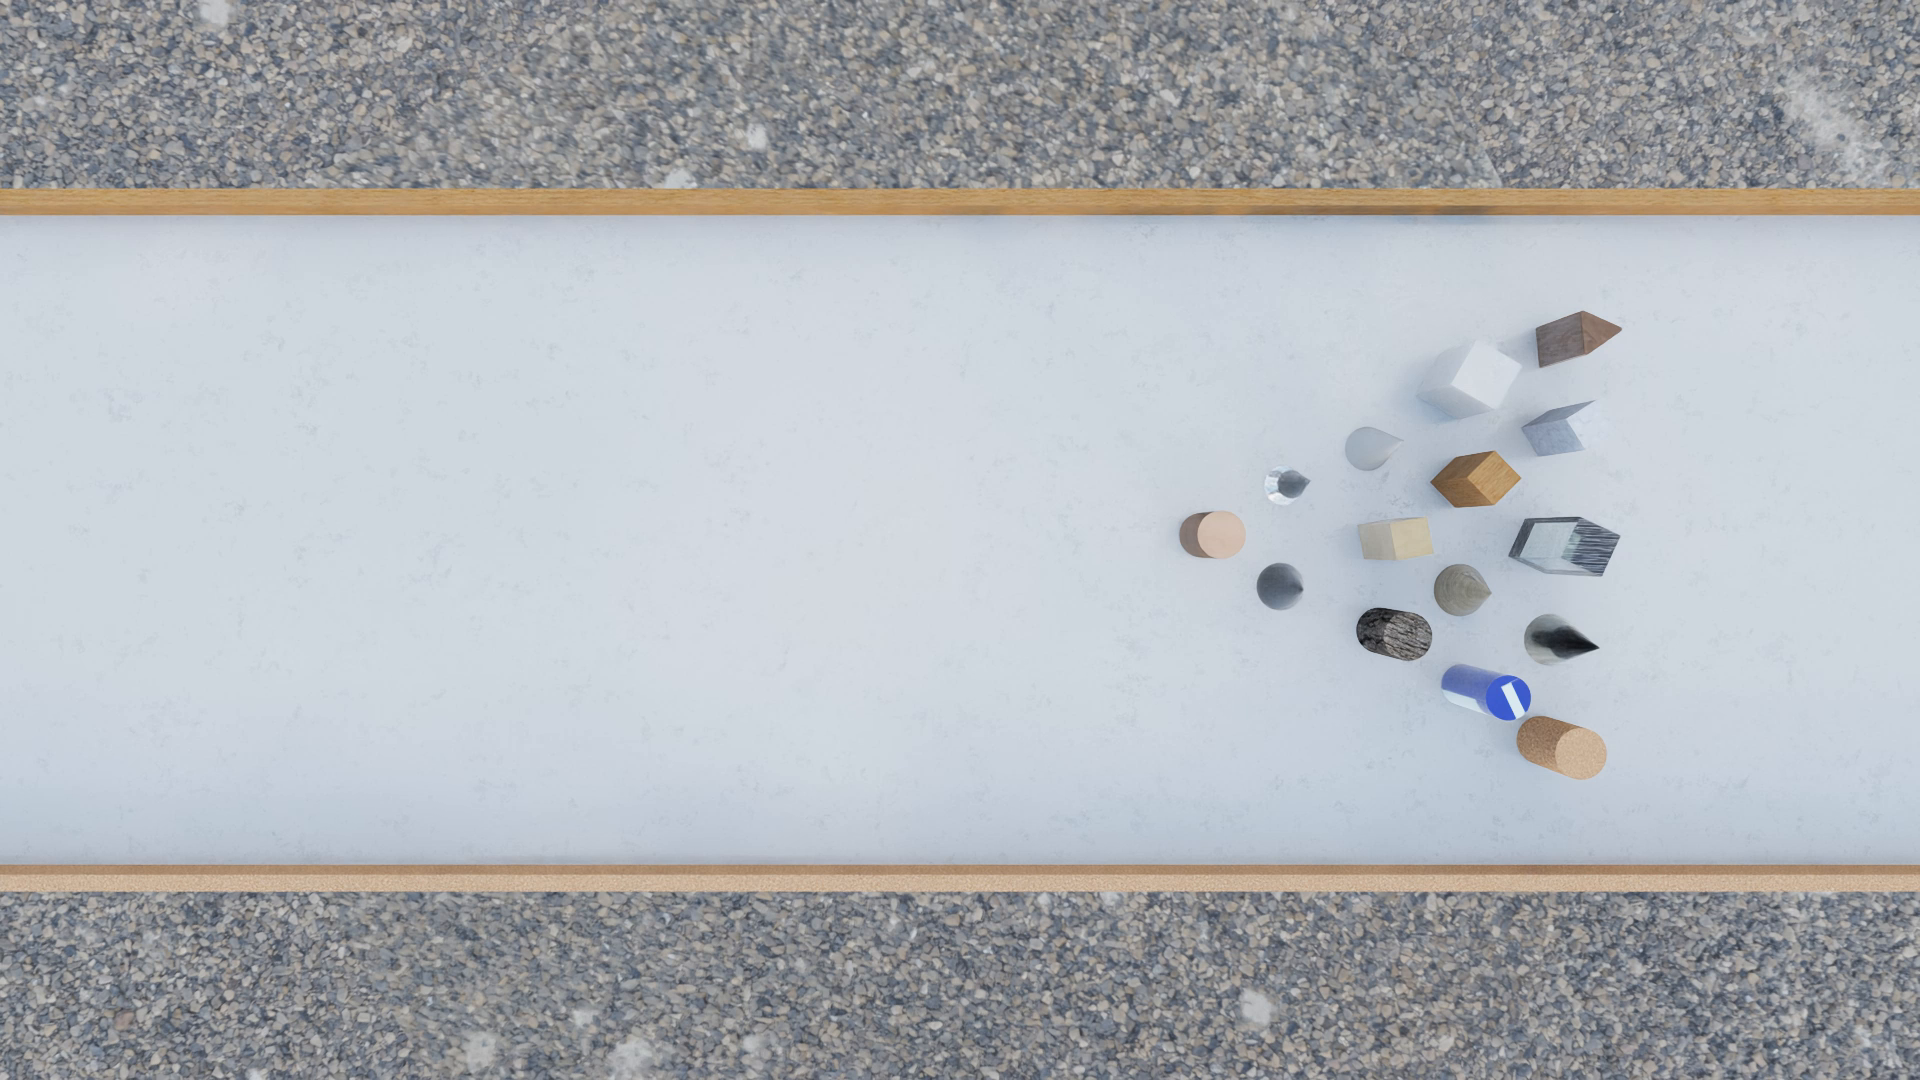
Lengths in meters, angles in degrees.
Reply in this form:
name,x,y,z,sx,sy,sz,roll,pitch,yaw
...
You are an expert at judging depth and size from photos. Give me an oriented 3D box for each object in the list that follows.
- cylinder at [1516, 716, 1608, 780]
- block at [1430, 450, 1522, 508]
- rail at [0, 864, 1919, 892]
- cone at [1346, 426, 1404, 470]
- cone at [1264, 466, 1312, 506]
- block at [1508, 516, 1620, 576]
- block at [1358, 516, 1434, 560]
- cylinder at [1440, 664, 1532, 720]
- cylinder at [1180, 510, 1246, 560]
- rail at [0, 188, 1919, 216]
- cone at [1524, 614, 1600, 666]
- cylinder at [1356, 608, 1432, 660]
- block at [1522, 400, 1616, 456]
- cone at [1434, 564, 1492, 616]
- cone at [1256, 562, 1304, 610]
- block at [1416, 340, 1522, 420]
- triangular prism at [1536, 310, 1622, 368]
name,x,y,z,sx,sy,sz,roll,pitch,yaw
cylinder,1.788,0.616,4.911,0.150,0.331,0.150,0,90,0
block,1.525,-0.177,4.891,0.111,0.371,0.111,-44,90,0
rail,-2.247,1.025,5.001,12.000,0.150,0.050,0,90,0
cone,1.253,-0.281,4.863,0.137,0.426,0.137,0,90,0
cone,0.998,-0.168,4.881,0.123,0.391,0.123,0,90,0
block,1.771,0.019,4.853,0.128,0.447,0.128,25,90,0
block,1.286,-0.004,4.885,0.107,0.383,0.107,-11,90,0
cylinder,1.544,0.445,4.860,0.128,0.434,0.128,0,90,0
cylinder,0.743,-0.015,4.880,0.138,0.394,0.138,0,90,0
rail,-2.247,-1.025,5.002,12.000,0.150,0.050,0,90,0
cone,1.816,0.307,4.876,0.160,0.401,0.160,0,90,0
cylinder,1.290,0.278,4.912,0.141,0.329,0.141,0,90,0
block,1.798,-0.328,4.885,0.105,0.383,0.105,-32,90,0
cone,1.539,0.154,4.923,0.162,0.308,0.162,0,90,0
cone,0.986,0.143,4.902,0.148,0.350,0.148,0,90,0
block,1.504,-0.473,4.894,0.149,0.365,0.149,30,90,0
triangular prism,1.806,-0.610,4.891,0.126,0.372,0.109,-35,90,0
